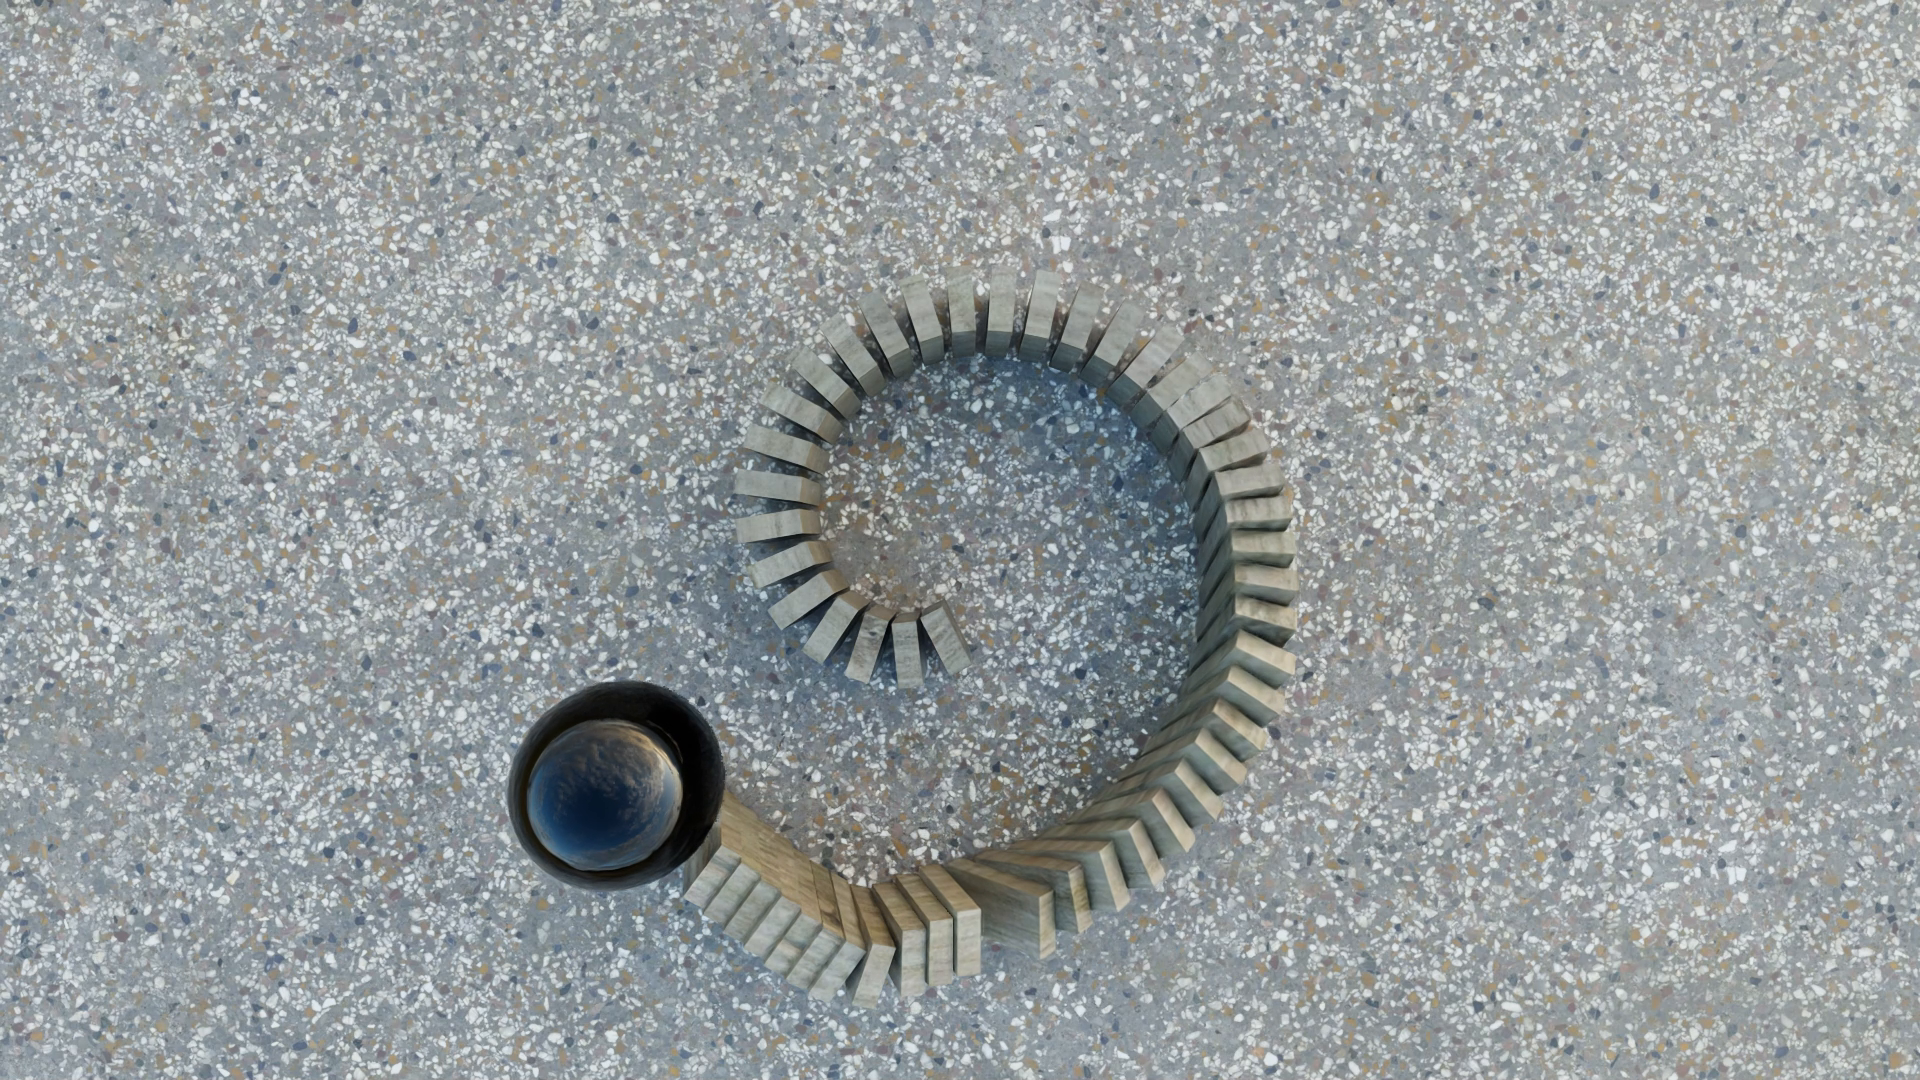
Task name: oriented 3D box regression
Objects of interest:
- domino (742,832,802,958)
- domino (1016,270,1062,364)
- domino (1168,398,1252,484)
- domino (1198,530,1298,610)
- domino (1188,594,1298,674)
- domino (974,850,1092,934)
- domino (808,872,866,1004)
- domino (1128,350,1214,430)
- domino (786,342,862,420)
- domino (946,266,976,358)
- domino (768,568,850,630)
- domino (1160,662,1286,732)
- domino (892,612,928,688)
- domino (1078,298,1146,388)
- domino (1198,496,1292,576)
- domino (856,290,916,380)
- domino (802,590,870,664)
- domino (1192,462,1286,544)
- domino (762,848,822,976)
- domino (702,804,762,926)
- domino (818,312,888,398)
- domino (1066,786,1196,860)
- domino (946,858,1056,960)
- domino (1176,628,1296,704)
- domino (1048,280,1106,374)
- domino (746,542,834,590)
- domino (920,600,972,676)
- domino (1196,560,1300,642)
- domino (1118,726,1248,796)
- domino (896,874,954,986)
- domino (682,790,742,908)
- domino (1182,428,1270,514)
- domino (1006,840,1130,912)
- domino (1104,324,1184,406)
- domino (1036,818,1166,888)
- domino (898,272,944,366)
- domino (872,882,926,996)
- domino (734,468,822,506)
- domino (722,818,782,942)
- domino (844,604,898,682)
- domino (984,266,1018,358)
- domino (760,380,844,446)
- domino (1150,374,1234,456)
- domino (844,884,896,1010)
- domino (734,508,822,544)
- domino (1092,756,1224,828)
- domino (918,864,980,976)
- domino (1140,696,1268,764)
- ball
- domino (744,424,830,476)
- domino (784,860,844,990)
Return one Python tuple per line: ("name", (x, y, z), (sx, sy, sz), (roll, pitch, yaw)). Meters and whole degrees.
("domino", (-0.078, 0.144, 0.375), (0.010, 0.050, 0.025), (37, 90, -19))
("domino", (0.032, -0.090, 0.375), (0.009, 0.050, 0.025), (11, 90, 0))
("domino", (0.101, -0.039, 0.375), (0.025, 0.050, 0.010), (-28, 76, 0))
("domino", (0.117, 0.013, 0.376), (0.025, 0.050, 0.010), (3, 59, 0))
("domino", (0.115, 0.043, 0.377), (0.025, 0.050, 0.010), (16, 53, 0))
("domino", (0.030, 0.145, 0.380), (0.050, 0.010, 0.025), (-10, 90, 43))
("domino", (-0.053, 0.161, 0.375), (0.010, 0.050, 0.025), (36, 90, -19))
("domino", (0.085, -0.060, 0.375), (0.025, 0.050, 0.010), (-40, 87, 0))
("domino", (-0.055, -0.064, 0.375), (0.025, 0.050, 0.009), (43, 90, 0))
("domino", (0.000, -0.092, 0.375), (0.009, 0.050, 0.025), (-5, 90, 0))
("domino", (-0.061, 0.024, 0.375), (0.025, 0.050, 0.009), (-35, 90, 0))
("domino", (0.107, 0.072, 0.378), (0.025, 0.050, 0.009), (33, 49, 0))
("domino", (-0.020, 0.044, 0.375), (0.010, 0.050, 0.025), (-6, 90, 0))
("domino", (0.061, -0.080, 0.375), (0.010, 0.050, 0.025), (29, 90, 0))
("domino", (0.116, -0.001, 0.376), (0.025, 0.050, 0.010), (-3, 63, 0))
("domino", (-0.029, -0.083, 0.375), (0.009, 0.050, 0.025), (-28, 90, 0))
("domino", (-0.050, 0.035, 0.375), (0.009, 0.050, 0.025), (34, 90, 0))
("domino", (0.113, -0.014, 0.375), (0.025, 0.050, 0.010), (-9, 67, 0))
("domino", (-0.070, 0.150, 0.375), (0.009, 0.050, 0.025), (37, 90, -19))
("domino", (-0.094, 0.131, 0.375), (0.009, 0.050, 0.025), (37, 90, -19))
("domino", (-0.043, -0.074, 0.375), (0.009, 0.050, 0.025), (-36, 90, 0))
("domino", (0.070, 0.120, 0.379), (0.050, 0.010, 0.025), (-33, 90, 44))
("domino", (0.016, 0.151, 0.379), (0.050, 0.010, 0.025), (1, 94, 42))
("domino", (0.113, 0.058, 0.378), (0.025, 0.050, 0.009), (26, 51, 0))
("domino", (0.047, -0.086, 0.375), (0.009, 0.050, 0.025), (19, 90, 0))
("domino", (-0.069, 0.010, 0.375), (0.025, 0.050, 0.010), (-23, 90, 0))
("domino", (-0.005, 0.039, 0.375), (0.009, 0.050, 0.025), (-27, 90, 0))
("domino", (0.117, 0.028, 0.377), (0.025, 0.050, 0.010), (9, 55, 0))
("domino", (0.091, 0.098, 0.379), (0.025, 0.050, 0.010), (44, 46, 0))
("domino", (-0.015, 0.158, 0.375), (0.010, 0.050, 0.025), (1, 90, -20))
("domino", (-0.101, 0.124, 0.375), (0.009, 0.050, 0.025), (37, 90, -19))
("domino", (0.108, -0.027, 0.375), (0.025, 0.050, 0.009), (-19, 72, 0))
("domino", (0.044, 0.139, 0.380), (0.050, 0.009, 0.025), (-17, 90, 43))
("domino", (0.074, -0.070, 0.375), (0.009, 0.050, 0.025), (40, 90, 0))
("domino", (0.057, 0.131, 0.380), (0.050, 0.009, 0.025), (-24, 90, 43))
("domino", (-0.015, -0.089, 0.375), (0.009, 0.050, 0.025), (-18, 90, 0))
("domino", (-0.026, 0.162, 0.375), (0.010, 0.050, 0.025), (1, 90, -19))
("domino", (-0.073, -0.021, 0.375), (0.025, 0.050, 0.010), (7, 90, 0))
("domino", (-0.086, 0.138, 0.375), (0.010, 0.050, 0.025), (37, 90, -19))
("domino", (-0.036, 0.041, 0.375), (0.009, 0.050, 0.025), (18, 90, 0))
("domino", (0.016, -0.092, 0.375), (0.009, 0.050, 0.025), (4, 90, 0))
("domino", (-0.064, -0.051, 0.375), (0.025, 0.050, 0.010), (28, 90, 0))
("domino", (0.094, -0.050, 0.375), (0.025, 0.050, 0.009), (-34, 82, 0))
("domino", (-0.040, 0.165, 0.375), (0.009, 0.050, 0.025), (19, 90, -18))
("domino", (-0.073, -0.005, 0.375), (0.025, 0.050, 0.010), (-9, 90, 0))
("domino", (0.081, 0.109, 0.379), (0.025, 0.010, 0.050), (50, 134, 0))
("domino", (-0.005, 0.154, 0.375), (0.010, 0.050, 0.025), (0, 91, -20))
("domino", (0.100, 0.085, 0.379), (0.025, 0.050, 0.010), (39, 47, 0))
("ball", (-0.134, 0.096, 0.360), (0.080, 0.080, 0.080), (0, 90, 0))
("domino", (-0.070, -0.036, 0.375), (0.025, 0.050, 0.009), (17, 90, 0))
("domino", (-0.062, 0.156, 0.375), (0.009, 0.050, 0.025), (37, 90, -19))
